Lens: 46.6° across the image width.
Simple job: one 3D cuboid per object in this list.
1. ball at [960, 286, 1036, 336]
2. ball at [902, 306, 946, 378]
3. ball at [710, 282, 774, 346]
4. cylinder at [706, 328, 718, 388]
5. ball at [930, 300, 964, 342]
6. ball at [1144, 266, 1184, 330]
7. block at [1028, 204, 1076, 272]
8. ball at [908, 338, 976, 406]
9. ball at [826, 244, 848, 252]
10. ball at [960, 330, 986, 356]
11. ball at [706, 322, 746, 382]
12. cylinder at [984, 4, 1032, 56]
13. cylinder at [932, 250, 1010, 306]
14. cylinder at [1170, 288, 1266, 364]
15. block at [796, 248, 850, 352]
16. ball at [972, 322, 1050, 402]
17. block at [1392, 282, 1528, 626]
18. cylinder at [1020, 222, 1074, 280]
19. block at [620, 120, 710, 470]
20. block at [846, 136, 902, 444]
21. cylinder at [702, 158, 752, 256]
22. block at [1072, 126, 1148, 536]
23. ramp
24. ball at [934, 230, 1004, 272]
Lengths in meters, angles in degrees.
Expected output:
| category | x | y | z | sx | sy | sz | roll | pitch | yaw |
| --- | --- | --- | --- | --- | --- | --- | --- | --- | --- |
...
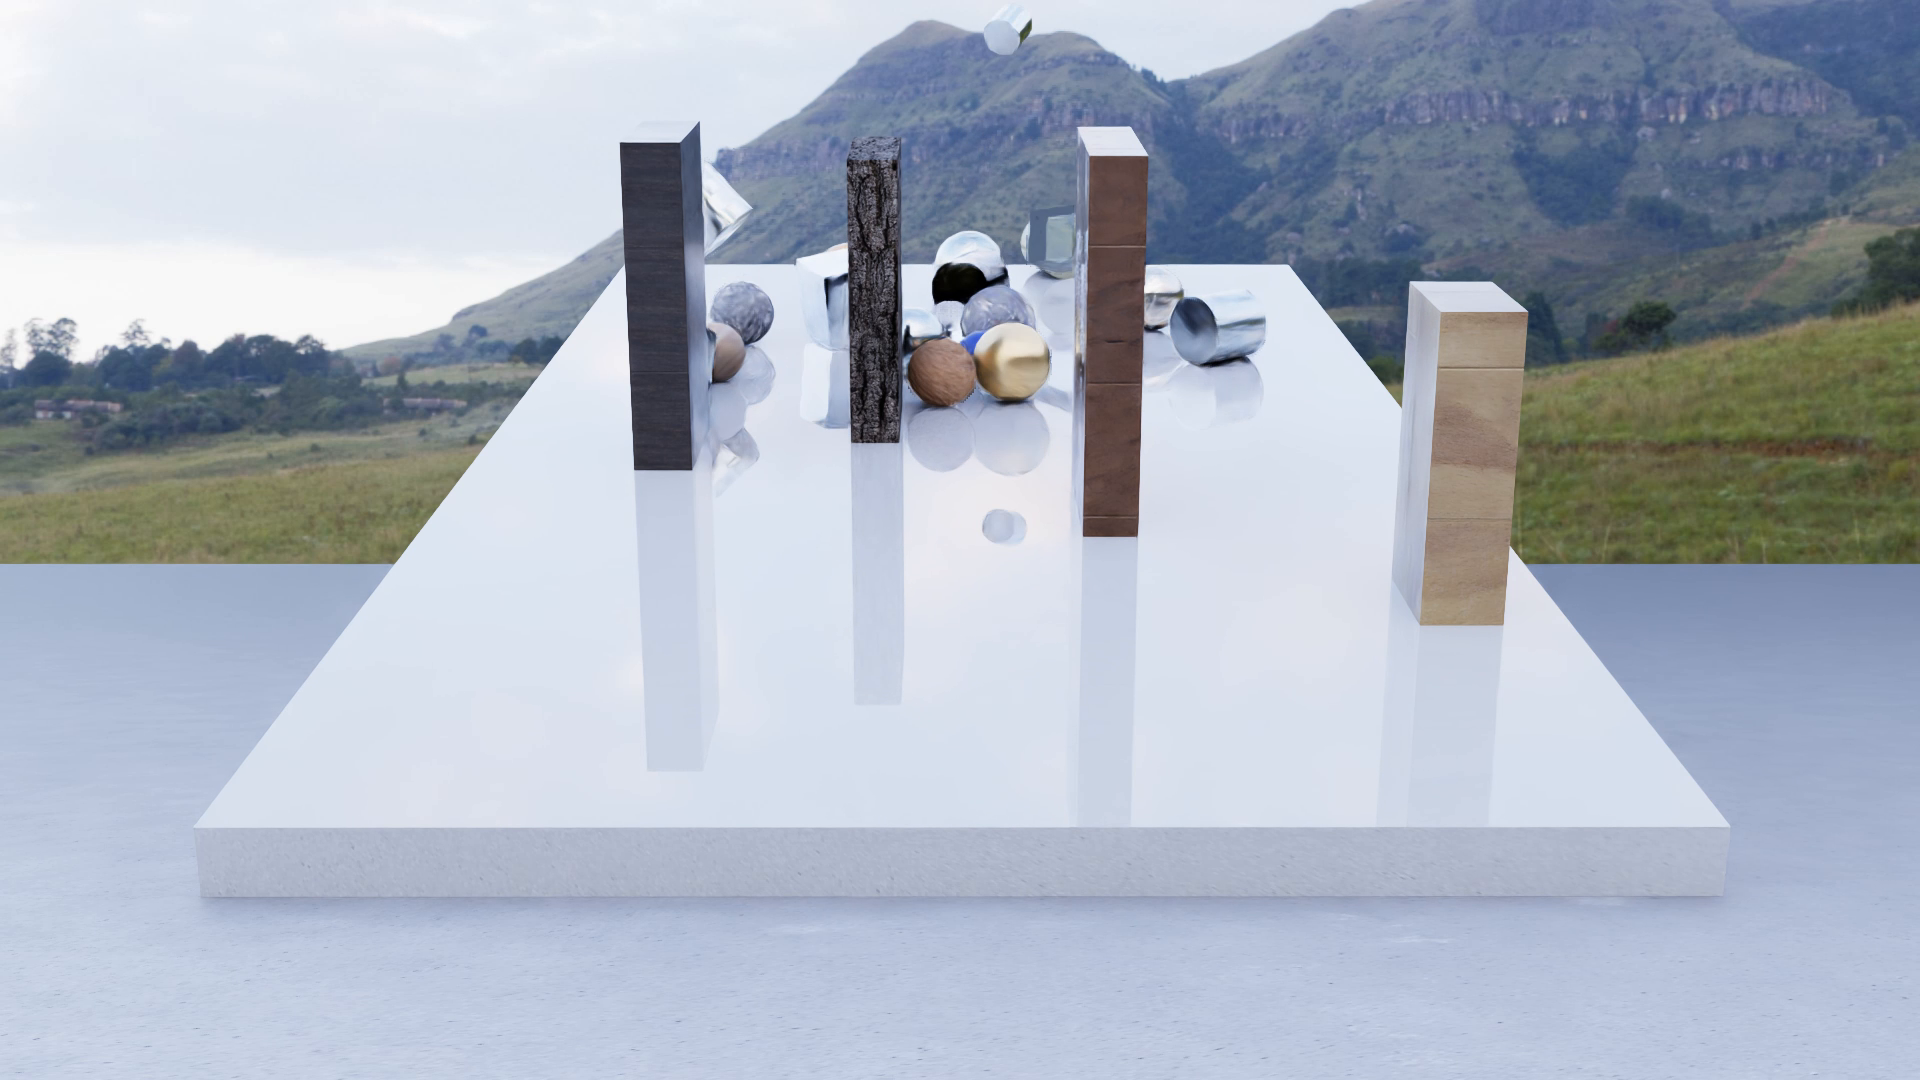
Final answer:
| category | x | y | z | sx | sy | sz | roll | pitch | yaw |
| --- | --- | --- | --- | --- | --- | --- | --- | --- | --- |
| ball | 0.094 | -0.530 | 5.459 | 0.185 | 0.185 | 0.185 | 0 | 0 | 0 |
| ball | -0.115 | -0.471 | 5.296 | 0.169 | 0.169 | 0.169 | 0 | 0 | 0 |
| ball | -0.550 | -0.573 | 5.633 | 0.160 | 0.160 | 0.160 | 0 | 0 | 0 |
| cylinder | -0.622 | -0.417 | 5.105 | 0.117 | 0.117 | 0.117 | 4 | -22 | 2 |
| ball | -0.025 | -0.538 | 5.584 | 0.125 | 0.125 | 0.125 | 0 | 0 | 0 |
| ball | 0.500 | -0.630 | 5.804 | 0.169 | 0.169 | 0.169 | 0 | 0 | 0 |
| block | 0.287 | -0.820 | 6.075 | 0.143 | 0.143 | 0.143 | -2 | -6 | 36 |
| ball | -0.041 | -0.378 | 5.026 | 0.154 | 0.154 | 0.154 | 0 | 0 | 0 |
| ball | -0.320 | -0.751 | 6.214 | 0.151 | 0.151 | 0.151 | 0 | 0 | 0 |
| ball | 0.050 | -0.440 | 5.294 | 0.113 | 0.113 | 0.113 | 0 | 0 | 0 |
| ball | -0.575 | -0.442 | 5.247 | 0.141 | 0.141 | 0.141 | 0 | 0 | 0 |
| cylinder | 0.134 | -1.413 | 6.167 | 0.106 | 0.106 | 0.106 | 0 | 36 | 28 |
| cylinder | 0.029 | -0.682 | 5.976 | 0.165 | 0.165 | 0.165 | 0 | 16 | 21 |
| cylinder | 0.634 | -0.525 | 5.472 | 0.167 | 0.167 | 0.167 | -13 | 8 | -37 |
| block | -0.279 | -0.615 | 5.650 | 0.194 | 0.194 | 0.194 | -15 | 26 | -20 |
| ball | 0.118 | -0.405 | 5.073 | 0.179 | 0.179 | 0.179 | 0 | 0 | 0 |
| block | 0.820 | -0.146 | 3.683 | 0.137 | 0.521 | 0.247 | 0 | 17 | 0 |
| cylinder | 0.285 | -0.863 | 6.547 | 0.166 | 0.166 | 0.166 | 0 | 17 | -19 |
| block | -0.603 | -0.509 | 4.596 | 0.119 | 0.662 | 0.349 | 0 | 17 | 0 |
| block | -0.181 | -0.547 | 4.824 | 0.103 | 0.599 | 0.371 | 0 | 17 | 0 |
| cylinder | -0.650 | -0.846 | 5.670 | 0.174 | 0.174 | 0.174 | -44 | 3 | 3 |
| block | 0.277 | -0.400 | 4.194 | 0.103 | 0.698 | 0.409 | 0 | 17 | 0 |
| ramp | -0.003 | -0.180 | 4.822 | 2.000 | 0.100 | 4.000 | 0 | 17 | 0 |
| ball | 0.026 | -0.761 | 6.180 | 0.191 | 0.191 | 0.191 | 0 | 0 | 0 |
